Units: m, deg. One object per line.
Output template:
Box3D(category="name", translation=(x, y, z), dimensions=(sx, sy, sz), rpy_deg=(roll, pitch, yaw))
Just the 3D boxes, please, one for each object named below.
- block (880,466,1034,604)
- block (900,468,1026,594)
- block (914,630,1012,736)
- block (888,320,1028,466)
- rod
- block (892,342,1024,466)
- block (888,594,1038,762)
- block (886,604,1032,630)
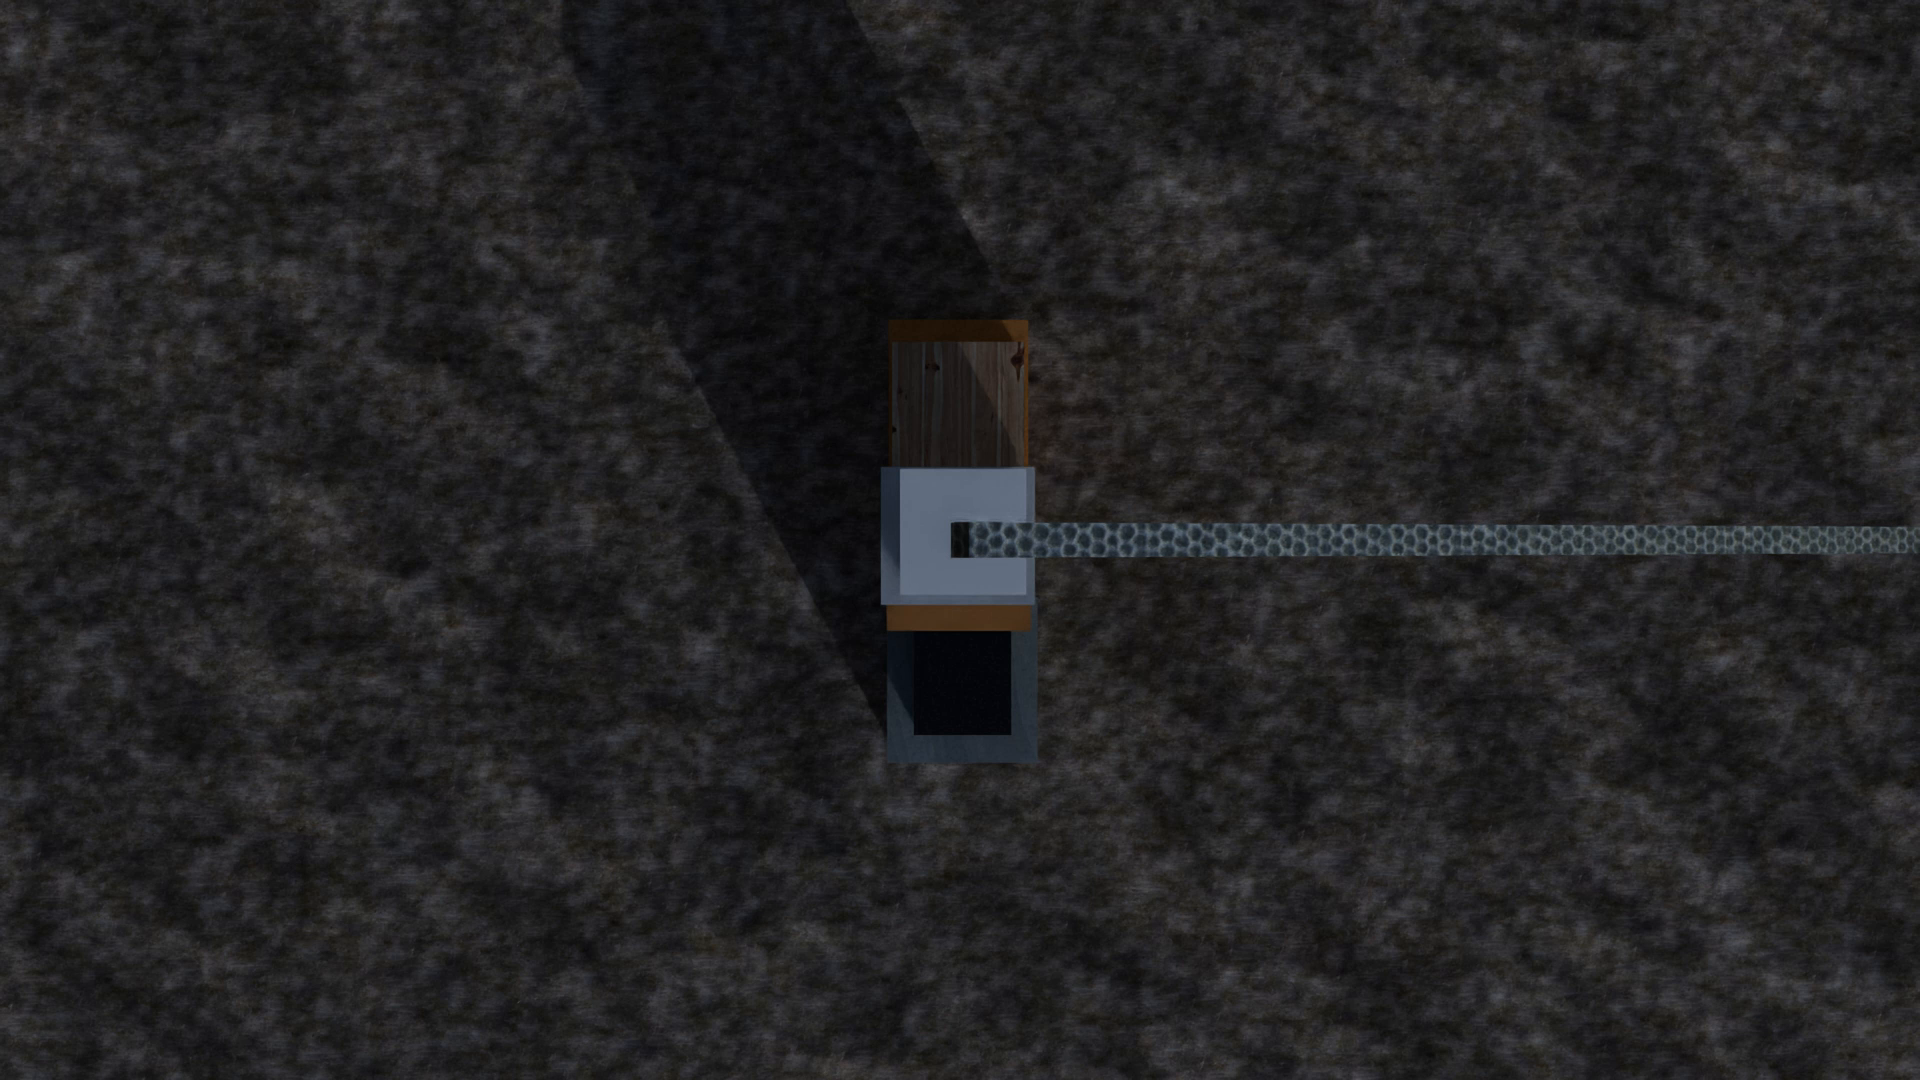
Box3D(category="block", translation=(-0.010, -0.016, 11.042), dimensions=(0.747, 0.701, 0.672), rpy_deg=(0, 89, 0))
Box3D(category="block", translation=(0.014, -0.033, 9.905), dimensions=(0.553, 0.585, 0.551), rpy_deg=(0, 89, 0))
Box3D(category="block", translation=(0.014, 0.761, 11.857), dimensions=(0.515, 0.459, 0.541), rpy_deg=(0, 90, 0))
Box3D(category="block", translation=(-0.008, -0.797, 12.614), dimensions=(0.776, 0.771, 0.857), rpy_deg=(0, 90, 0))
Box3D(category="rod", translation=(2.234, 0.000, 6.295), dimensions=(5.200, 0.080, 0.080), rpy_deg=(0, 90, -31))
Box3D(category="block", translation=(-0.009, -0.652, 11.833), dimensions=(0.688, 0.792, 0.758), rpy_deg=(0, 90, 0))
Box3D(category="block", translation=(0.013, 0.768, 12.543), dimensions=(0.827, 0.914, 0.915), rpy_deg=(0, 90, 0))
Box3D(category="block", translation=(-0.005, 0.103, 11.740), dimensions=(0.748, 0.699, 0.744), rpy_deg=(0, 89, 0))
